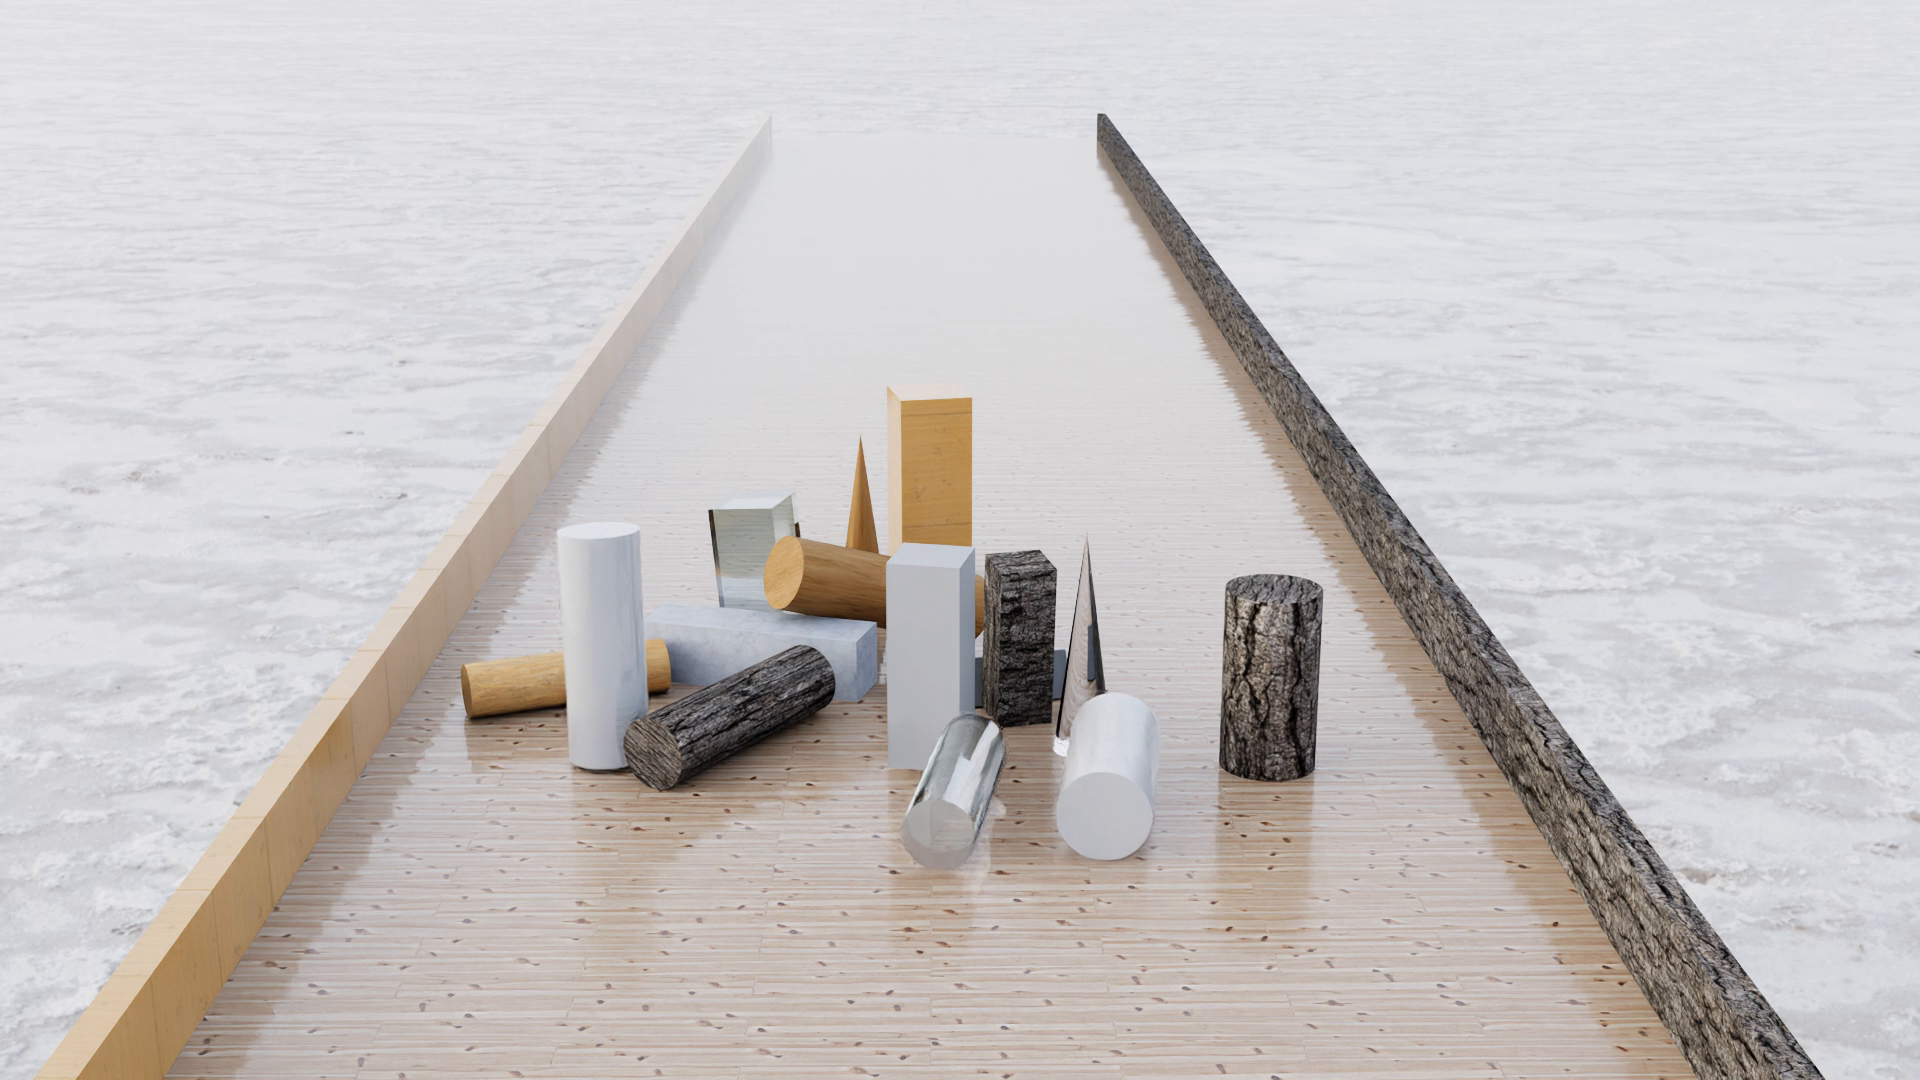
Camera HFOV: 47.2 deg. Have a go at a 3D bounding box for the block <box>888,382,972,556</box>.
[{"bbox_3d":[-0.068,-0.122,4.890,0.158,0.426,0.158,-4,17,-12],"label":"block"}]

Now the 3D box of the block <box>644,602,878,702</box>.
[{"bbox_3d":[-0.390,0.216,4.286,0.441,0.121,0.121,5,17,16],"label":"block"}]

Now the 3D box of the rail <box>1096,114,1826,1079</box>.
[{"bbox_3d":[0.932,-0.844,7.801,0.050,0.150,12.000,0,17,-1],"label":"rail"}]

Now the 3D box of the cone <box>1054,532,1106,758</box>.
[{"bbox_3d":[0.222,0.180,3.905,0.107,0.409,0.107,0,17,0],"label":"cone"}]

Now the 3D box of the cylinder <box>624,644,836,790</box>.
[{"bbox_3d":[-0.407,0.313,3.949,0.129,0.129,0.448,10,19,31],"label":"cylinder"}]

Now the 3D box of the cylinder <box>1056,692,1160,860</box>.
[{"bbox_3d":[0.249,0.388,3.655,0.153,0.153,0.357,2,17,6],"label":"cylinder"}]

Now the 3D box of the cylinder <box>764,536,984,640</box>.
[{"bbox_3d":[-0.161,0.101,4.384,0.450,0.145,0.145,12,7,-35],"label":"cylinder"}]

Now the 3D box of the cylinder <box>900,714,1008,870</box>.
[{"bbox_3d":[-0.006,0.411,3.635,0.120,0.120,0.374,3,17,8],"label":"cylinder"}]

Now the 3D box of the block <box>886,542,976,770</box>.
[{"bbox_3d":[-0.050,0.207,3.872,0.129,0.376,0.129,4,17,12],"label":"block"}]

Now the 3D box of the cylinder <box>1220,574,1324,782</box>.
[{"bbox_3d":[0.544,0.240,3.850,0.169,0.326,0.169,0,17,0],"label":"cylinder"}]

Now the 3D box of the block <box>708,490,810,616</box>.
[{"bbox_3d":[-0.400,0.071,4.422,0.135,0.312,0.135,-1,16,17],"label":"block"}]

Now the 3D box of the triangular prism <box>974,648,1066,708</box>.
[{"bbox_3d":[0.048,0.261,4.194,0.320,0.083,0.096,-5,17,-15],"label":"triangular prism"}]

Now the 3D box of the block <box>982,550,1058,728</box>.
[{"bbox_3d":[0.108,0.183,4.065,0.105,0.305,0.105,-5,21,-15],"label":"block"}]

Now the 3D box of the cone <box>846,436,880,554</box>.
[{"bbox_3d":[-0.206,-0.028,4.613,0.113,0.404,0.113,0,17,0],"label":"cone"}]

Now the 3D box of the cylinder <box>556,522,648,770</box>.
[{"bbox_3d":[-0.625,0.184,3.867,0.143,0.411,0.143,-1,12,0],"label":"cylinder"}]

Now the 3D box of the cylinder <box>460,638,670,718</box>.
[{"bbox_3d":[-0.746,0.261,4.169,0.378,0.102,0.102,-7,18,-22],"label":"cylinder"}]

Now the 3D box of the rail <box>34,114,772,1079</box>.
[{"bbox_3d":[-1.118,-0.838,7.780,0.050,0.150,12.000,0,17,-1],"label":"rail"}]
